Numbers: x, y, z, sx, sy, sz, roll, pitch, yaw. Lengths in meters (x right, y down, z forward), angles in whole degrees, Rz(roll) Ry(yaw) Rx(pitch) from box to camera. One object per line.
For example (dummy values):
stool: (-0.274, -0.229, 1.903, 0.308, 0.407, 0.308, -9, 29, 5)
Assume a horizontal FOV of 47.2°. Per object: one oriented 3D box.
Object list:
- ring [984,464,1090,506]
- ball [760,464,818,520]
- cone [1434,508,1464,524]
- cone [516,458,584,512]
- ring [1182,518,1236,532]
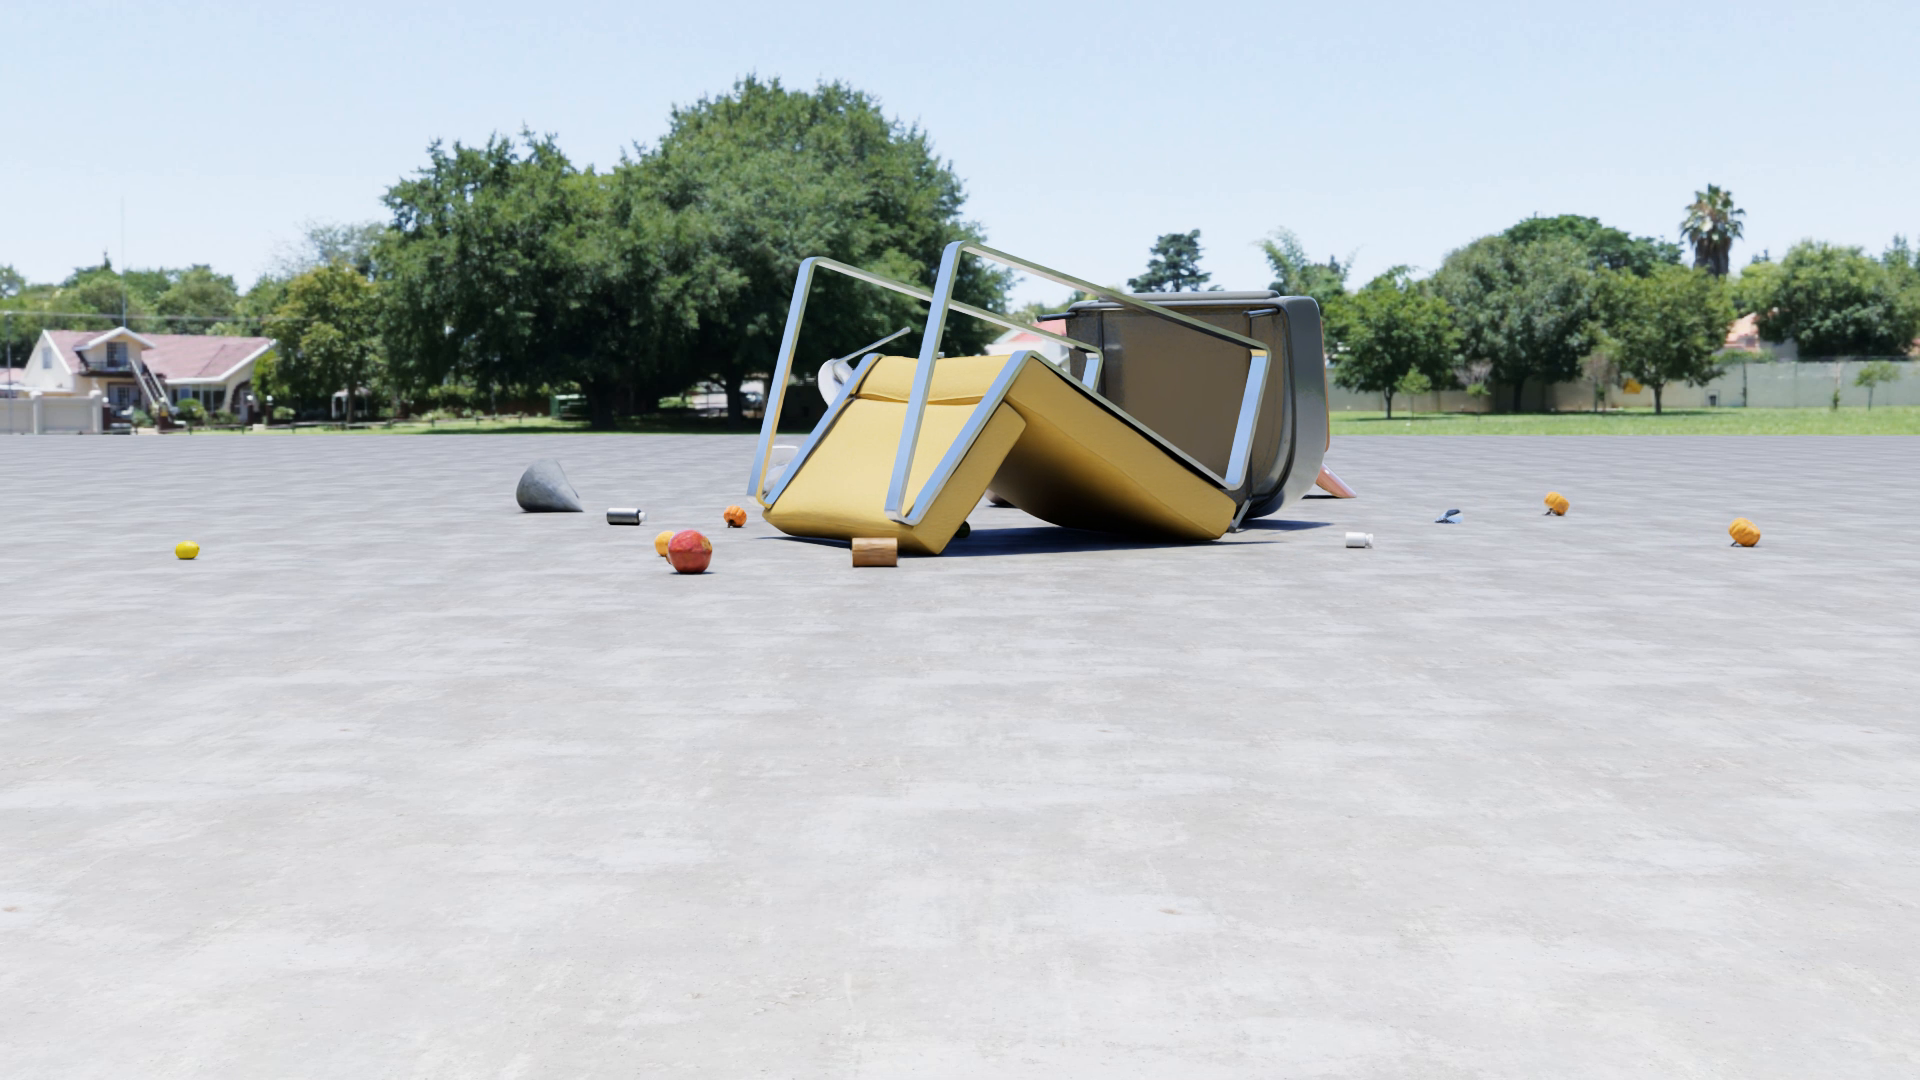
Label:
ring: (0.294, -0.209, 8.415, 0.441, 0.105, 0.373, -12, -10, 40)
ball: (-0.582, -0.161, 7.486, 0.193, 0.193, 0.193, 0, 4, 0)
cone: (1.624, -0.070, 7.395, 0.087, 0.050, 0.128, -17, -7, 39)
cone: (-1.457, -0.152, 8.052, 0.228, 0.213, 0.255, 29, 1, 22)
ring: (0.786, -0.047, 6.937, 0.165, 0.042, 0.200, 2, 5, 32)
